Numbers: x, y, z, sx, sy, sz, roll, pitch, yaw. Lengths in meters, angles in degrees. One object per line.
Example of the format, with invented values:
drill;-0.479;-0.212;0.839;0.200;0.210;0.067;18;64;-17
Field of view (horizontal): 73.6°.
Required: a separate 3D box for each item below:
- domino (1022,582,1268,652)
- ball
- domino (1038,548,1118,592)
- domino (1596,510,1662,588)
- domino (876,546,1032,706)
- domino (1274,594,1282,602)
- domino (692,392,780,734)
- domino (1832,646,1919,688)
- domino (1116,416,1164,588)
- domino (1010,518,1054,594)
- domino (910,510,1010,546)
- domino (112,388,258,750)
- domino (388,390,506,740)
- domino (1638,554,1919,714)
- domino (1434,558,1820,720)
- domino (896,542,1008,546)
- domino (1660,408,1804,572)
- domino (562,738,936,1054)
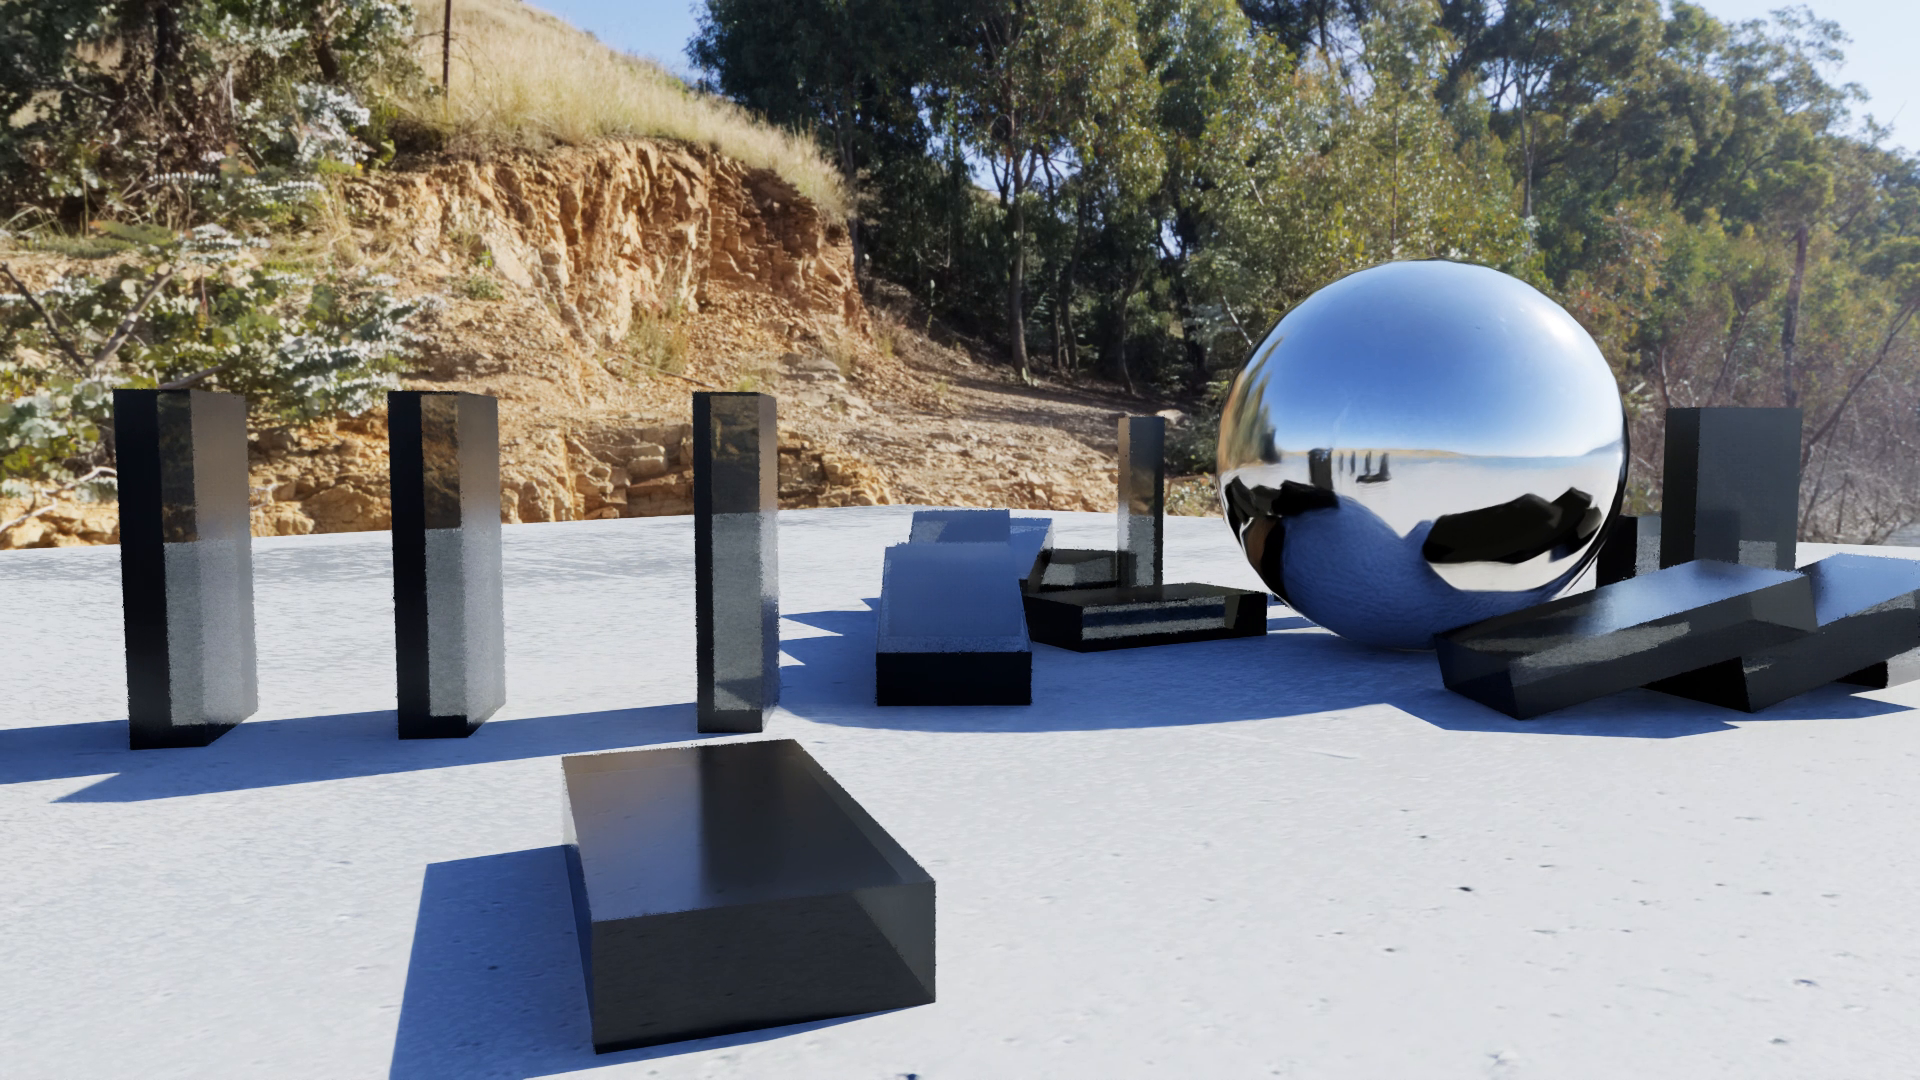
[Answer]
domino;0.040;0.017;0.284;0.050;0.010;0.025;-2;5;-30
ball;0.094;-0.017;0.265;0.080;0.080;0.080;0;4;0
domino;0.031;0.009;0.379;0.025;0.009;0.050;2;5;26
domino;0.180;0.005;0.328;0.050;0.025;0.009;-3;5;-38
domino;-0.002;0.014;0.231;0.025;0.010;0.050;0;20;-1
domino;0.096;-0.009;0.354;0.010;0.050;0.025;3;5;31
domino;-0.034;0.003;0.200;0.010;0.050;0.025;0;4;-2
domino;0.174;0.019;0.248;0.050;0.009;0.025;-3;5;-35
domino;0.052;-0.010;0.368;0.009;0.050;0.025;0;4;0
domino;0.009;0.006;0.343;0.025;0.009;0.050;1;19;11
domino;0.000;0.006;0.313;0.025;0.010;0.050;-1;23;2
domino;-0.114;0.003;0.190;0.010;0.050;0.025;-1;4;-14
domino;-0.078;0.003;0.196;0.010;0.050;0.025;-1;4;-7
domino;0.144;0.015;0.220;0.050;0.009;0.025;-17;8;-14
domino;0.108;0.015;0.211;0.050;0.010;0.025;-15;6;-3
domino;-0.001;0.012;0.267;0.025;0.010;0.050;0;17;-1
domino;0.163;-0.003;0.272;0.025;0.050;0.010;-1;4;-12
domino;-0.022;0.029;0.117;0.025;0.009;0.050;-2;5;-20
